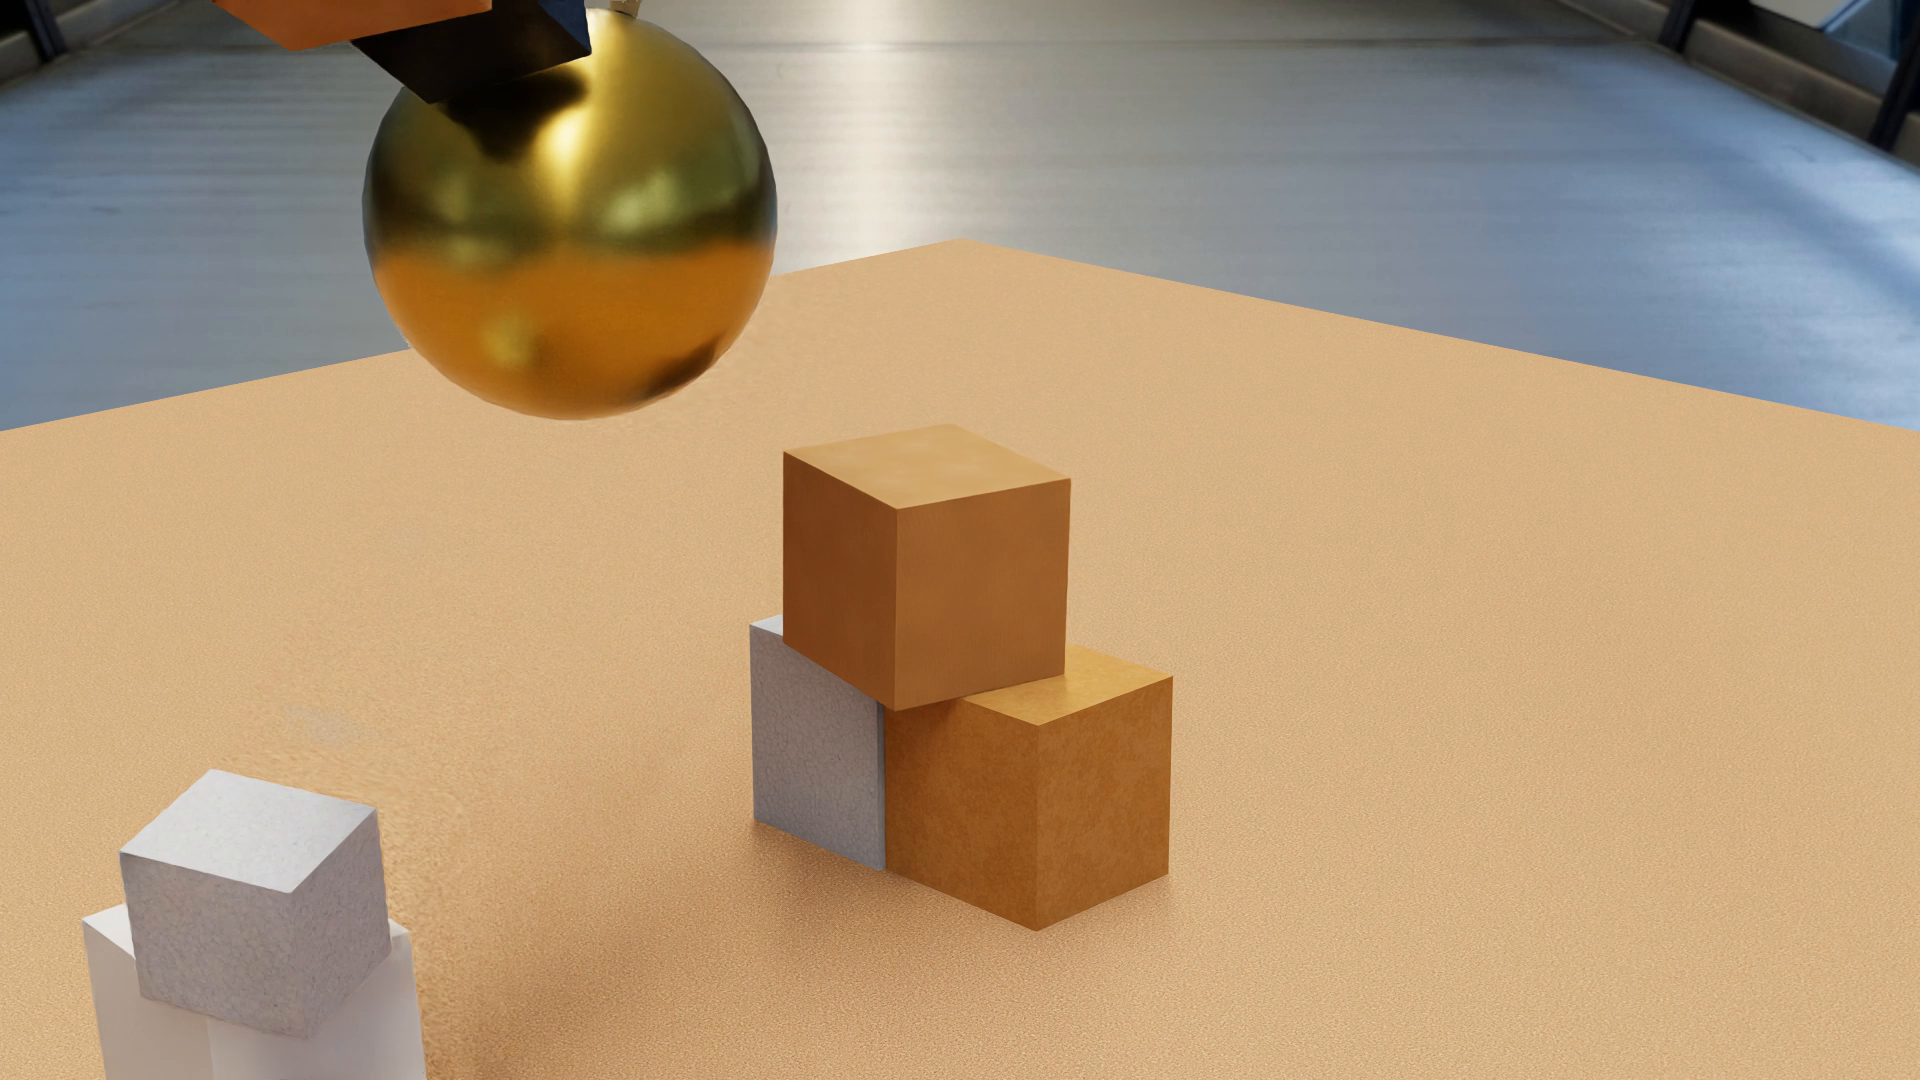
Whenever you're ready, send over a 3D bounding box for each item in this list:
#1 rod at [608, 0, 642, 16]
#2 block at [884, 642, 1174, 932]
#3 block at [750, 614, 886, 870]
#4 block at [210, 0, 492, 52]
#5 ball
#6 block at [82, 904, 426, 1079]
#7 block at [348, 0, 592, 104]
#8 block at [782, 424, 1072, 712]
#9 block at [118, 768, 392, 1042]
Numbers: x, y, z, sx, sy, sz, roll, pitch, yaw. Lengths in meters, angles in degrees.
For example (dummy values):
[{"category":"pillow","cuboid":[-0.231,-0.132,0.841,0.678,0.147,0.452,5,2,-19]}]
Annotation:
[{"category":"rod","cuboid":[-0.652,-4.550,11.228,0.080,5.200,0.080,17,3,42]},{"category":"block","cuboid":[0.308,1.064,13.346,0.881,0.967,0.956,-17,24,-42]},{"category":"block","cuboid":[-0.346,0.857,13.965,0.956,0.990,0.869,-17,24,-42]},{"category":"block","cuboid":[-2.078,-2.164,9.705,0.752,0.770,0.739,-9,-11,14]},{"category":"ball","cuboid":[-1.505,-1.261,11.368,1.600,1.600,1.600,0,17,0]},{"category":"block","cuboid":[-2.652,1.827,11.066,0.830,0.834,0.992,-18,25,-37]},{"category":"block","cuboid":[-1.800,-2.074,10.430,0.654,0.675,0.737,-14,-15,13]},{"category":"block","cuboid":[-0.163,0.099,13.192,0.902,0.923,0.971,-11,22,-32]},{"category":"block","cuboid":[-2.474,1.278,10.341,0.683,0.623,0.561,11,30,18]}]
